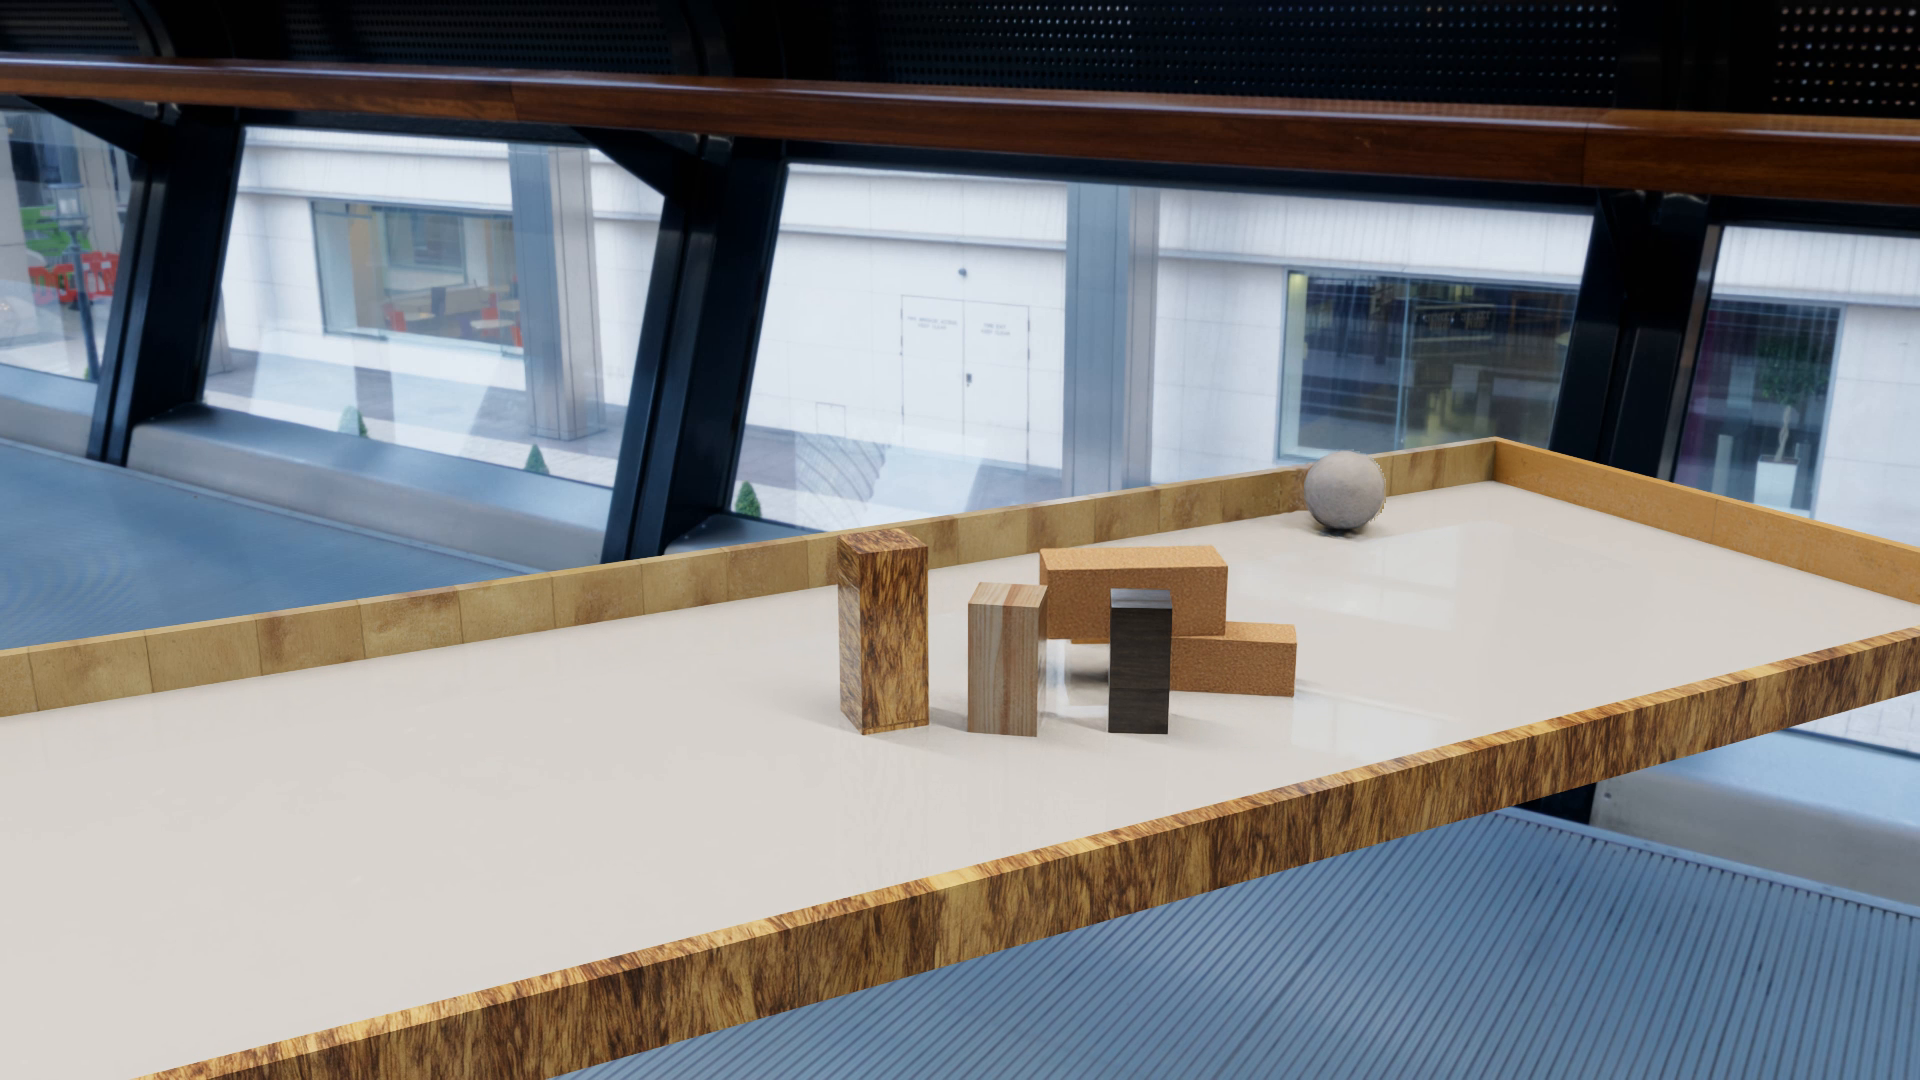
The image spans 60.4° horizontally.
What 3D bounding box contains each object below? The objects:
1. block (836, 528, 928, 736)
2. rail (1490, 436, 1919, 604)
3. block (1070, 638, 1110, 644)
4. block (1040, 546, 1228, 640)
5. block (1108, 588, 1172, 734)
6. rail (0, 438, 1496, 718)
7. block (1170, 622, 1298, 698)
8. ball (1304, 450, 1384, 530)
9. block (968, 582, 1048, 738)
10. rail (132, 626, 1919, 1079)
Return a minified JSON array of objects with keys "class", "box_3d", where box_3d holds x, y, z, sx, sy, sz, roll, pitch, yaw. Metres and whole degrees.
[{"class":"block","box_3d":[-0.180,0.212,3.857,0.165,0.438,0.165,-6,18,-21]},{"class":"rail","box_3d":[2.466,-0.048,5.253,0.050,0.150,2.100,-9,18,-27]},{"class":"block","box_3d":[0.493,0.166,4.475,0.397,0.178,0.178,0,16,-1]},{"class":"block","box_3d":[0.426,0.128,4.103,0.441,0.178,0.178,-1,16,-3]},{"class":"block","box_3d":[0.418,0.282,3.848,0.137,0.308,0.137,1,16,4]},{"class":"rail","box_3d":[-3.305,0.497,3.399,12.000,0.150,0.050,-9,18,-27]},{"class":"block","box_3d":[0.635,0.291,4.117,0.392,0.140,0.140,2,17,8]},{"class":"ball","box_3d":[1.268,-0.163,5.447,0.261,0.261,0.261,0,16,0]},{"class":"block","box_3d":[0.112,0.277,3.852,0.162,0.316,0.162,3,17,10]},{"class":"rail","box_3d":[-2.336,1.006,1.665,12.000,0.150,0.050,-9,18,-27]}]
